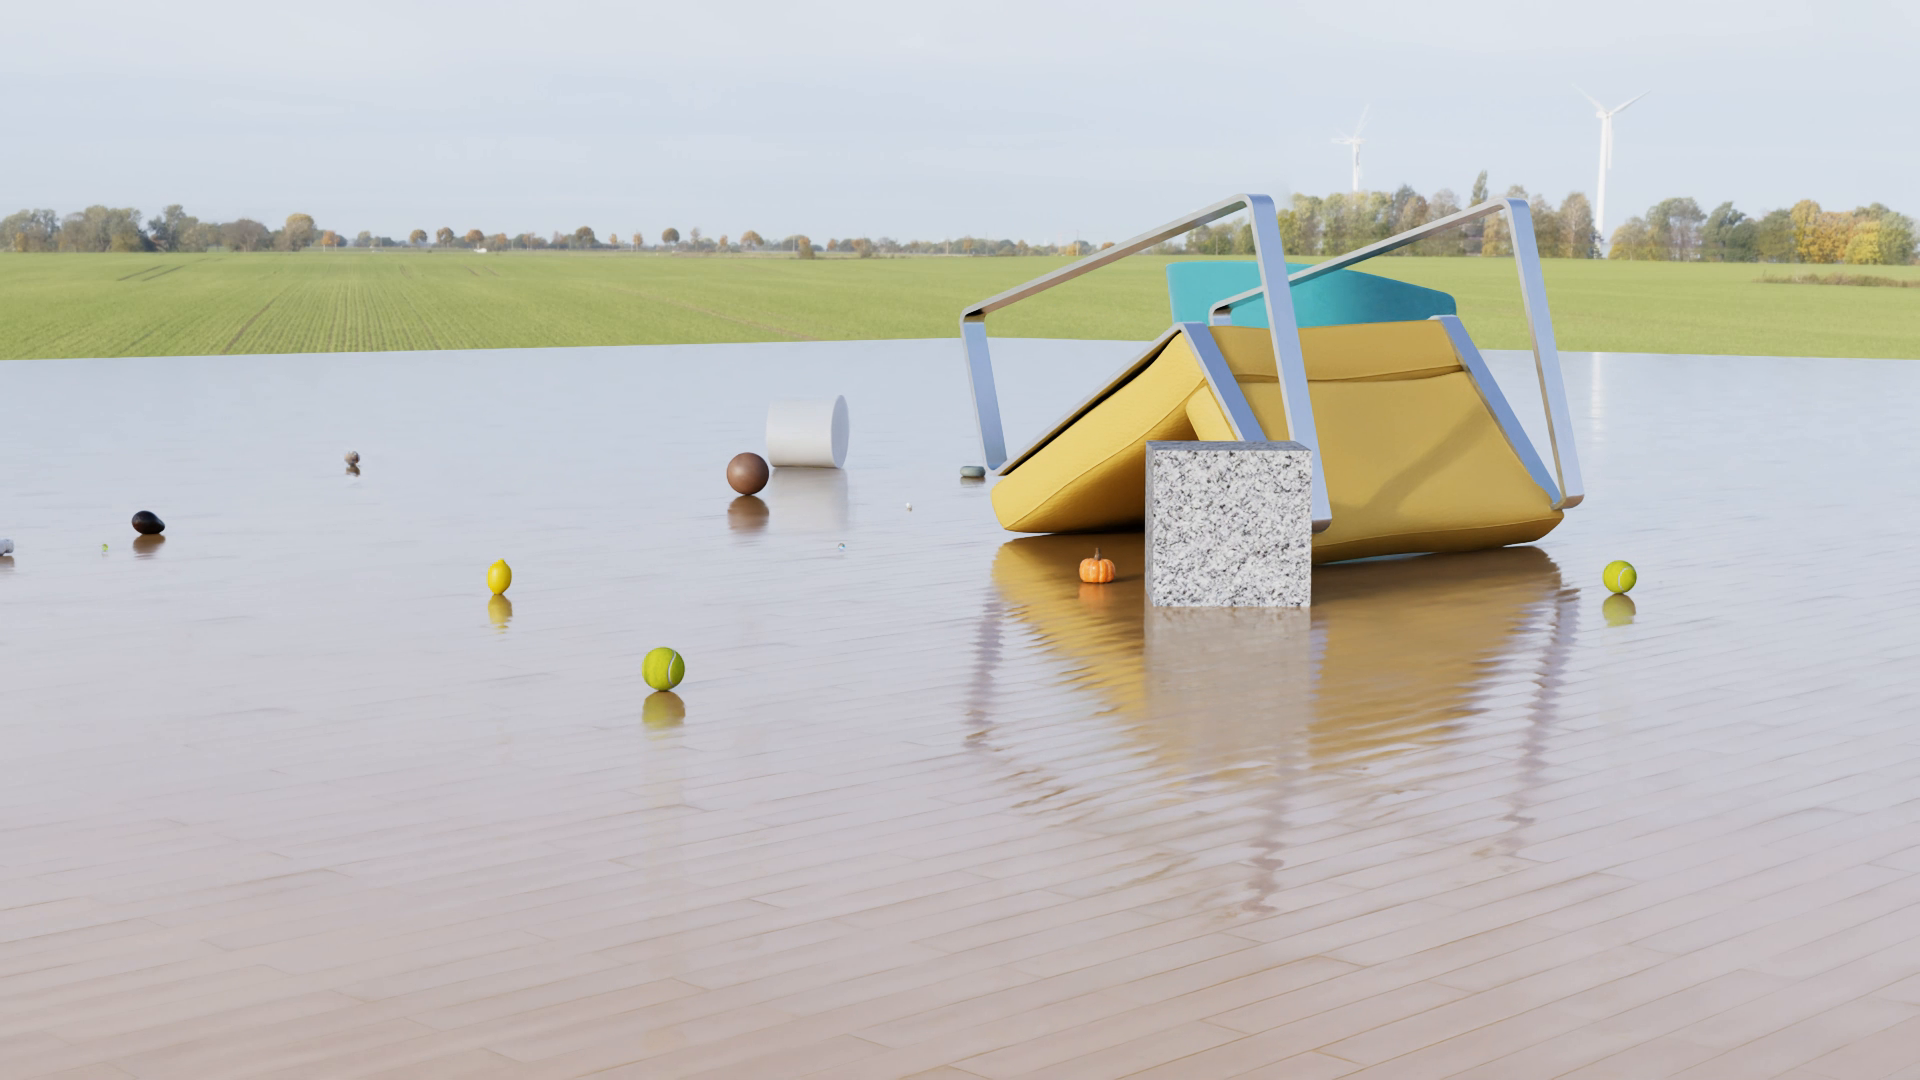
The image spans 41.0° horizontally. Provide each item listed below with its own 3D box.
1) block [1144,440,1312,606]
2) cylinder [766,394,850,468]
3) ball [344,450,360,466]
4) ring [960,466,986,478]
[{"bbox_3d":[0.546,-0.038,5.264,0.314,0.311,0.310,0,6,1],"label":"block"},{"bbox_3d":[-0.522,-0.375,8.817,0.227,0.247,0.271,1,34,11],"label":"cylinder"},{"bbox_3d":[-2.113,-0.284,8.921,0.052,0.052,0.052,0,6,0],"label":"ball"},{"bbox_3d":[0.043,-0.226,8.451,0.087,0.033,0.115,1,5,6],"label":"ring"}]
